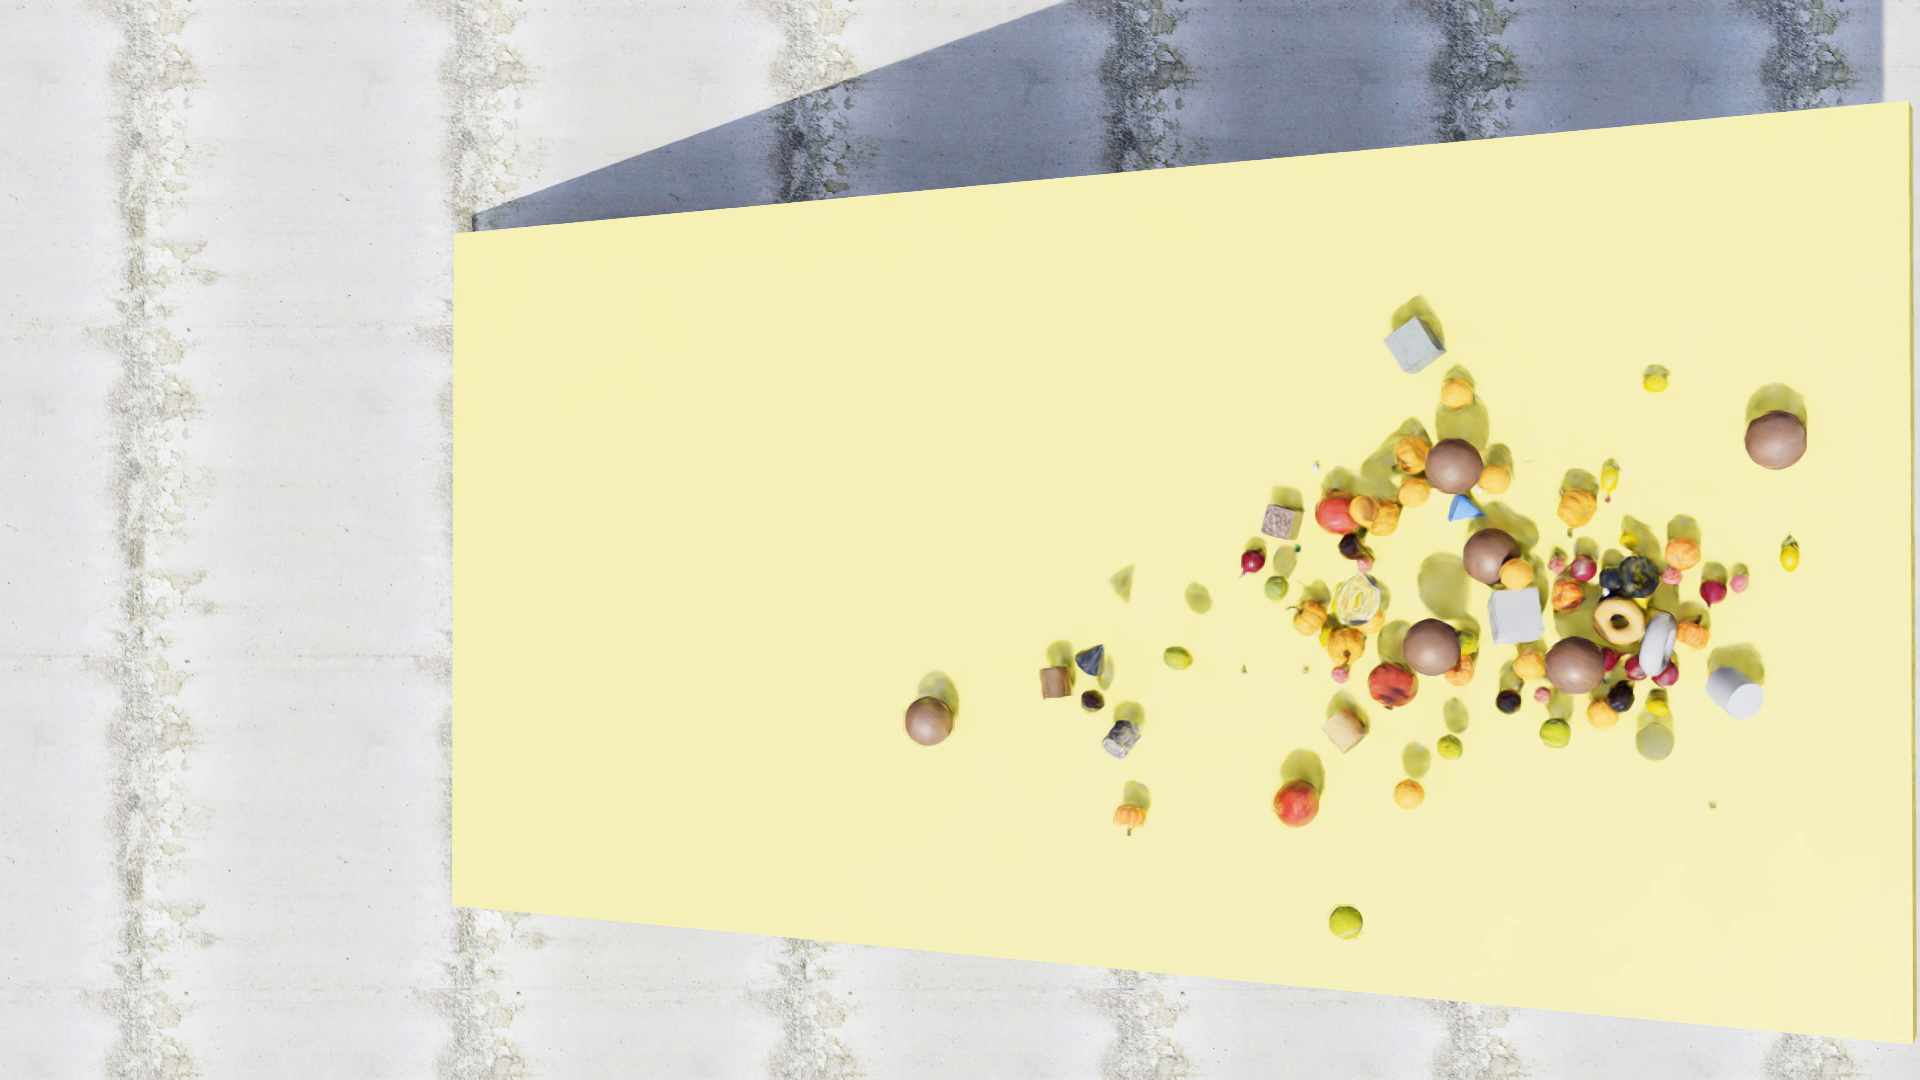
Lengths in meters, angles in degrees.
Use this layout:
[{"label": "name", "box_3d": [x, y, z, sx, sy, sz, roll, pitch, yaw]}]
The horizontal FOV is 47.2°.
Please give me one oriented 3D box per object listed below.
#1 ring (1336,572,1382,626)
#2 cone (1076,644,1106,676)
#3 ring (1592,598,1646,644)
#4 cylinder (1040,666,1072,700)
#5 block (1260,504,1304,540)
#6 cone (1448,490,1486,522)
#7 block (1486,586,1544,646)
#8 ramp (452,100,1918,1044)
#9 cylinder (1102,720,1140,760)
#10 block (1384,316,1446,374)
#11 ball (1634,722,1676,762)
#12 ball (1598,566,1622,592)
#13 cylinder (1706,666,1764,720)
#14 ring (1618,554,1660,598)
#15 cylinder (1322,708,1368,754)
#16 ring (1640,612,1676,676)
[{"label": "ring", "box_3d": [0.866, 0.130, 4.779, 0.041, 0.123, 0.123, 20, 89, -29]}, {"label": "cone", "box_3d": [0.330, 0.271, 5.291, 0.081, 0.081, 0.081, 14, 47, -15]}, {"label": "ring", "box_3d": [1.463, 0.179, 4.880, 0.117, 0.039, 0.117, 12, 123, 20]}, {"label": "cylinder", "box_3d": [0.241, 0.359, 5.549, 0.076, 0.076, 0.076, -7, 88, 0]}, {"label": "block", "box_3d": [0.775, -0.042, 5.285, 0.071, 0.071, 0.071, 18, 98, 27]}, {"label": "cone", "box_3d": [1.180, -0.068, 5.088, 0.077, 0.077, 0.077, 16, 89, 1]}, {"label": "block", "box_3d": [1.256, 0.173, 4.974, 0.100, 0.100, 0.100, -6, 72, 3]}, {"label": "ramp", "box_3d": [0.276, 0.077, 5.648, 4.000, 0.100, 2.000, 0, 89, 28]}, {"label": "cylinder", "box_3d": [0.399, 0.494, 5.447, 0.070, 0.070, 0.070, 41, 59, 0]}, {"label": "block", "box_3d": [1.060, -0.452, 5.125, 0.091, 0.091, 0.091, -37, 73, 23]}, {"label": "ball", "box_3d": [1.536, 0.447, 4.863, 0.086, 0.086, 0.086, 0, 89, 0]}, {"label": "ball", "box_3d": [1.456, 0.088, 4.909, 0.060, 0.060, 0.060, 0, 89, 0]}, {"label": "cylinder", "box_3d": [1.679, 0.330, 4.765, 0.087, 0.087, 0.087, -6, 114, -13]}, {"label": "ring", "box_3d": [1.491, 0.080, 4.828, 0.098, 0.033, 0.098, 5, 74, -19]}, {"label": "cylinder", "box_3d": [0.910, 0.451, 5.201, 0.079, 0.079, 0.079, -40, 73, 0]}, {"label": "ring", "box_3d": [1.519, 0.226, 4.784, 0.049, 0.146, 0.146, 15, 89, 28]}]
